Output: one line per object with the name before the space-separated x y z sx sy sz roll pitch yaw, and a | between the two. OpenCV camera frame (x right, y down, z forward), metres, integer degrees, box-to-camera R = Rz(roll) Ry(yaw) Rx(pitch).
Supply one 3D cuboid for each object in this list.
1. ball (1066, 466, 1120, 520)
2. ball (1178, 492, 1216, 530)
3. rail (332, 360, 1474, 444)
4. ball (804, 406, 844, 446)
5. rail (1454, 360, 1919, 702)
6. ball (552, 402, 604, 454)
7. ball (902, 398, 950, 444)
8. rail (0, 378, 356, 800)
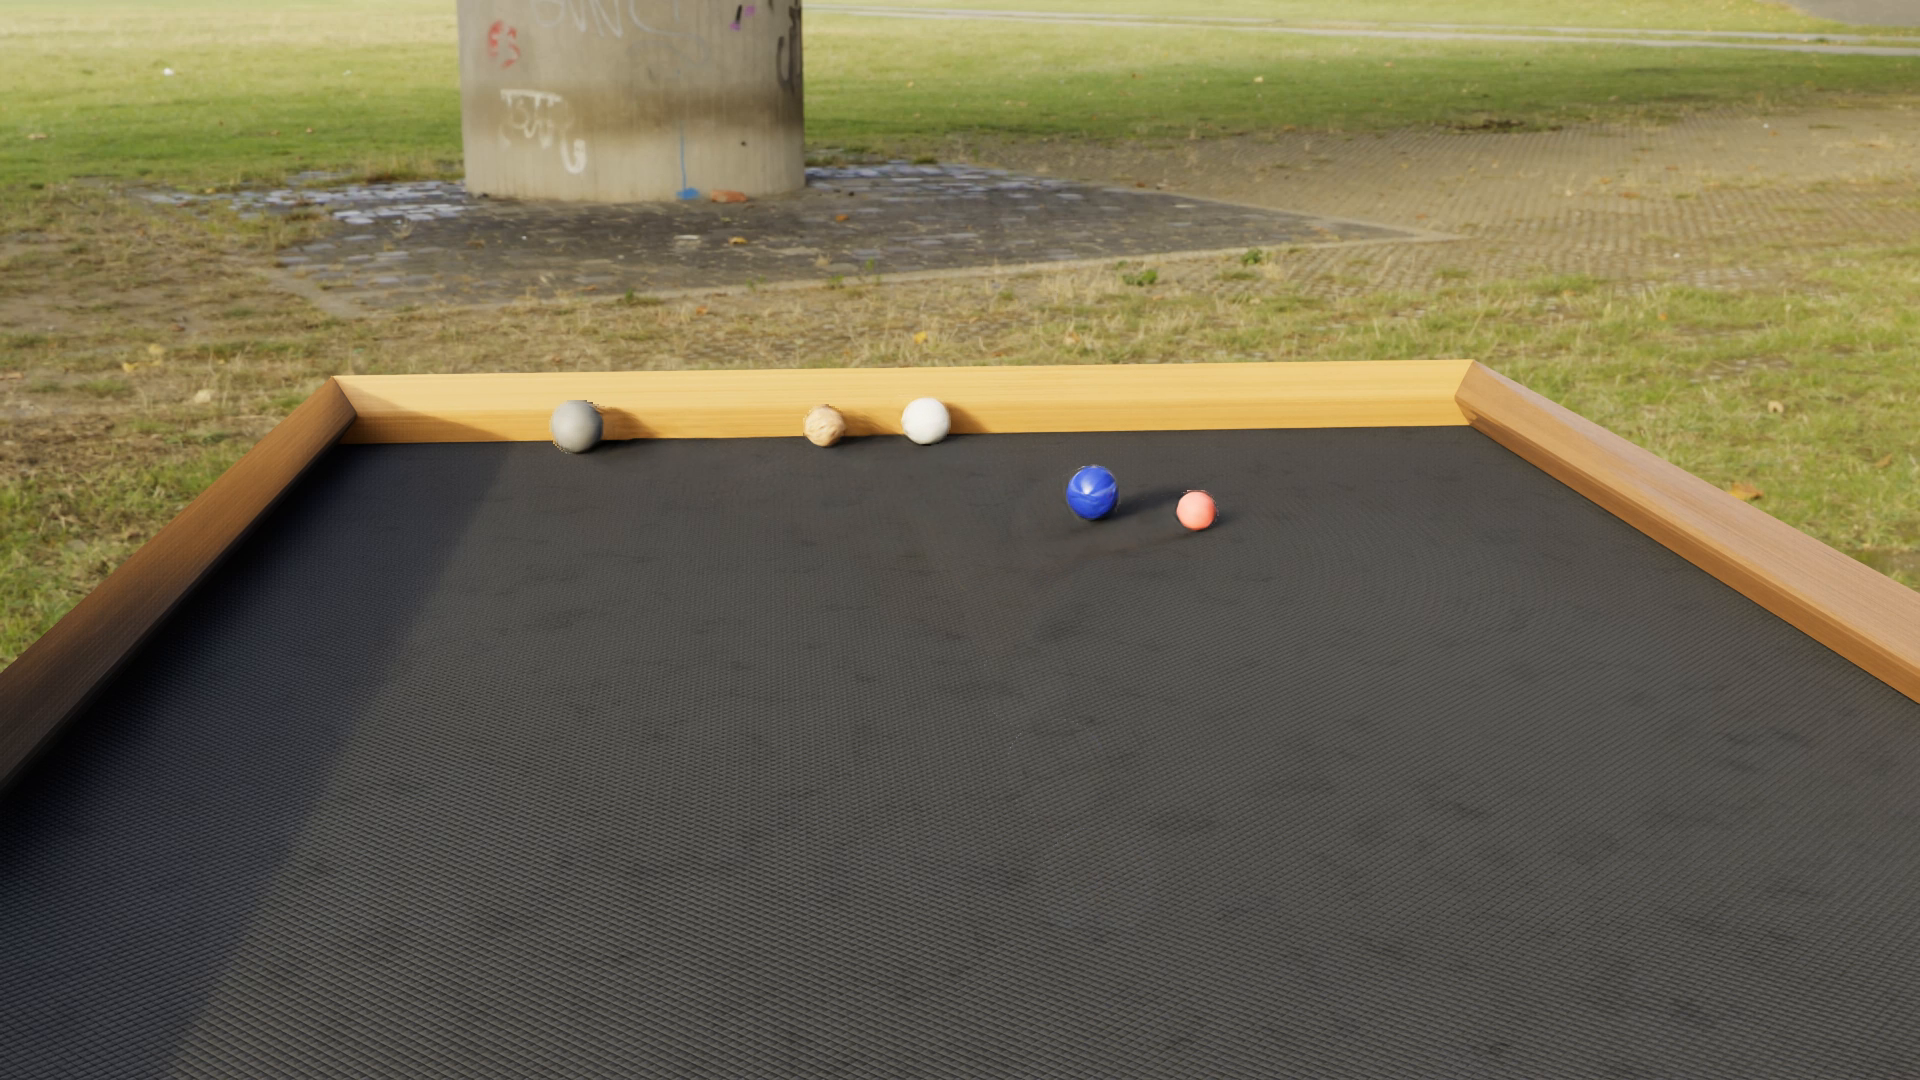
ball | 0.191 -0.067 3.146 0.076 0.076 0.076 0 14 0
ball | 0.332 -0.041 3.087 0.055 0.055 0.055 0 14 0
rail | -0.074 -0.231 3.719 1.941 0.114 0.045 -1 14 -5
ball | -0.225 -0.188 3.647 0.066 0.066 0.066 0 14 0
rail | 1.019 0.175 2.101 0.045 0.114 3.559 -1 14 -5
ball | -0.625 -0.184 3.593 0.085 0.085 0.085 0 14 0
ball | -0.058 -0.198 3.662 0.079 0.079 0.079 0 14 0
rail | -0.867 0.214 1.944 0.045 0.114 3.559 -1 14 -5
